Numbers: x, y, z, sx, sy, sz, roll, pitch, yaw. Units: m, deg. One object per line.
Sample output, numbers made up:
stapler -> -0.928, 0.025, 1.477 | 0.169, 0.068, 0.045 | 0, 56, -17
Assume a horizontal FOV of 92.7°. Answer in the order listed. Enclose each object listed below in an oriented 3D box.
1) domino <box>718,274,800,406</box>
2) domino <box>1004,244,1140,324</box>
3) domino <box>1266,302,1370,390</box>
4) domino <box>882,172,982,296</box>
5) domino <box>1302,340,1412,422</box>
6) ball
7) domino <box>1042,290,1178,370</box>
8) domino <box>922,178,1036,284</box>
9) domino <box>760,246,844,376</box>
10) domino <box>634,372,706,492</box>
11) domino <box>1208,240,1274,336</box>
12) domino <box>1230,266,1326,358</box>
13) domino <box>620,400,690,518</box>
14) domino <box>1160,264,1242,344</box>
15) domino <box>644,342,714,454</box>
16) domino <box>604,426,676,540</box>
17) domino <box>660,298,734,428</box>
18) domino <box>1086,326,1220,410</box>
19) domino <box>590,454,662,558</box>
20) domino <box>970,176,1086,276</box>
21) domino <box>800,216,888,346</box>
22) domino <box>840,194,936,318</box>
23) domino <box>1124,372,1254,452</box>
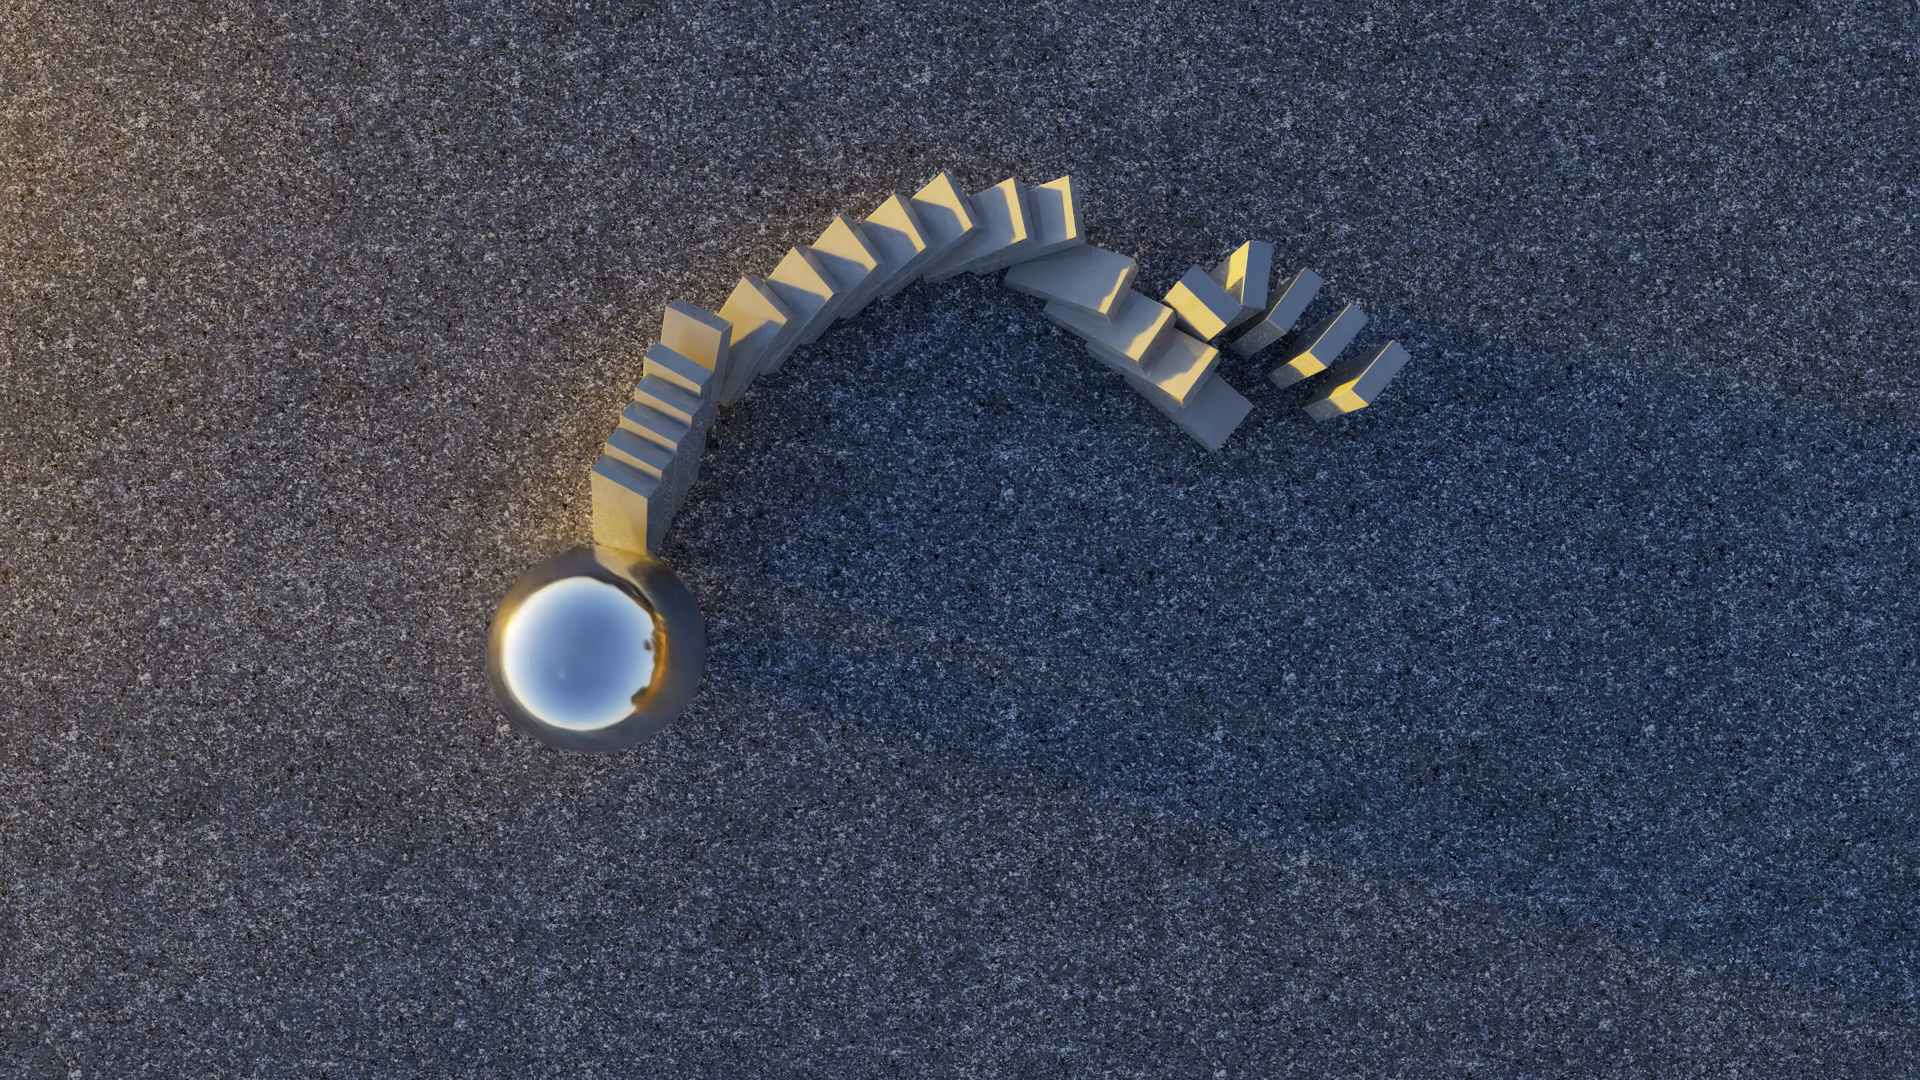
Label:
domino -> -0.092, -0.083, 0.384 | 0.025, 0.009, 0.050 | 45, 117, 0
domino -> 0.046, -0.112, 0.385 | 0.050, 0.009, 0.025 | 27, 90, 26
domino -> 0.145, -0.078, 0.375 | 0.009, 0.050, 0.025 | 41, 90, 0
domino -> -0.018, -0.127, 0.384 | 0.050, 0.010, 0.025 | -29, 89, 29
domino -> 0.161, -0.064, 0.375 | 0.010, 0.050, 0.025 | 41, 90, 0
ball -> -0.142, 0.042, 0.360 | 0.080, 0.080, 0.080 | 0, 90, 0
domino -> 0.062, -0.094, 0.385 | 0.050, 0.009, 0.025 | 35, 91, 26
domino -> 0.005, -0.128, 0.383 | 0.050, 0.009, 0.025 | -13, 89, 30
domino -> -0.074, -0.096, 0.384 | 0.050, 0.009, 0.025 | -41, 90, 28
domino -> -0.120, -0.043, 0.377 | 0.025, 0.050, 0.009 | 27, 52, 0
domino -> 0.112, -0.102, 0.375 | 0.010, 0.050, 0.025 | 7, 90, -4
domino -> 0.128, -0.092, 0.375 | 0.009, 0.050, 0.025 | 37, 90, 0
domino -> -0.126, -0.032, 0.377 | 0.025, 0.050, 0.009 | 27, 52, 0
domino -> 0.095, -0.093, 0.375 | 0.025, 0.050, 0.010 | 43, 86, 0
domino -> -0.117, -0.055, 0.377 | 0.025, 0.050, 0.009 | 28, 52, 0
domino -> -0.132, -0.022, 0.377 | 0.025, 0.050, 0.010 | 27, 52, 0
domino -> -0.112, -0.072, 0.380 | 0.025, 0.009, 0.050 | 26, 128, 3
domino -> 0.080, -0.078, 0.384 | 0.050, 0.009, 0.025 | 36, 88, 26
domino -> -0.137, -0.011, 0.377 | 0.025, 0.050, 0.010 | 27, 52, 0
domino -> 0.026, -0.131, 0.383 | 0.050, 0.009, 0.025 | -8, 88, 30
domino -> -0.056, -0.108, 0.384 | 0.050, 0.010, 0.025 | -39, 90, 28
domino -> -0.037, -0.118, 0.384 | 0.050, 0.009, 0.025 | -31, 90, 29
domino -> 0.098, -0.064, 0.395 | 0.050, 0.010, 0.025 | 40, 90, 0
